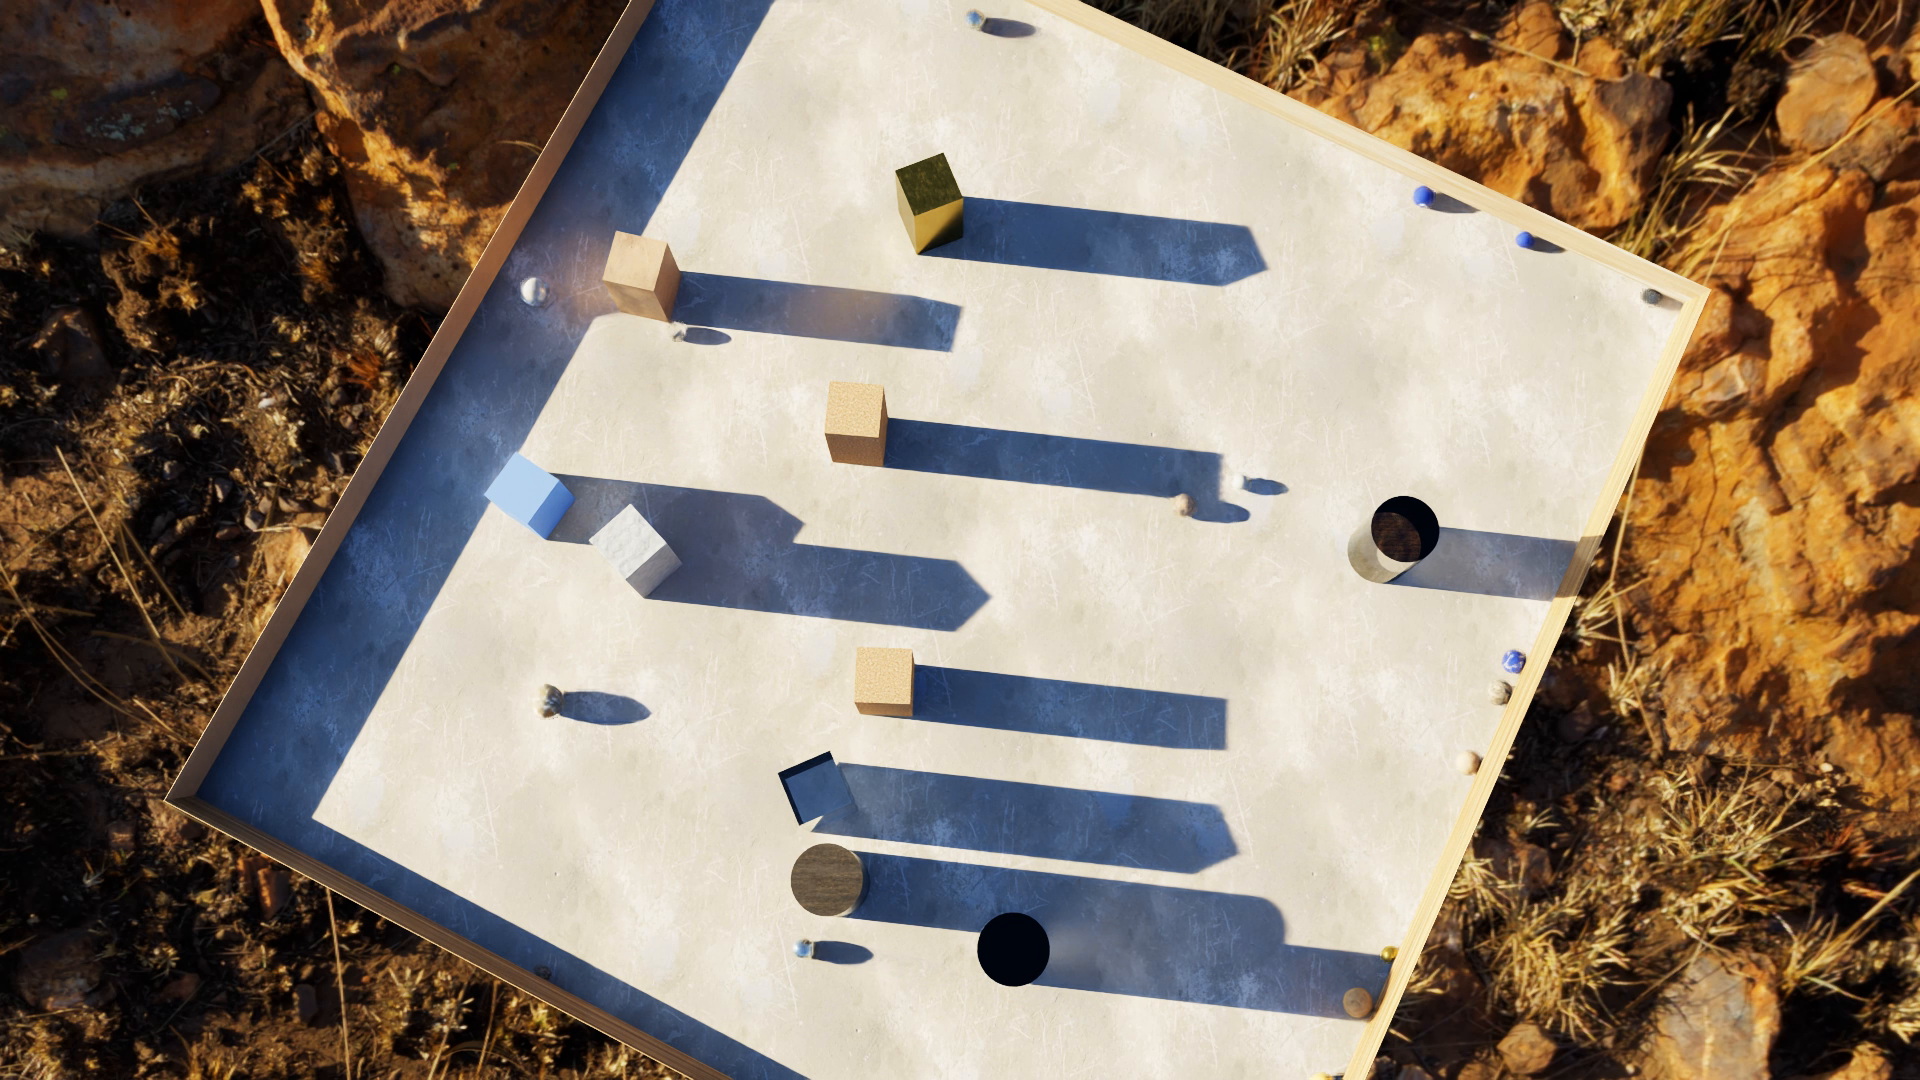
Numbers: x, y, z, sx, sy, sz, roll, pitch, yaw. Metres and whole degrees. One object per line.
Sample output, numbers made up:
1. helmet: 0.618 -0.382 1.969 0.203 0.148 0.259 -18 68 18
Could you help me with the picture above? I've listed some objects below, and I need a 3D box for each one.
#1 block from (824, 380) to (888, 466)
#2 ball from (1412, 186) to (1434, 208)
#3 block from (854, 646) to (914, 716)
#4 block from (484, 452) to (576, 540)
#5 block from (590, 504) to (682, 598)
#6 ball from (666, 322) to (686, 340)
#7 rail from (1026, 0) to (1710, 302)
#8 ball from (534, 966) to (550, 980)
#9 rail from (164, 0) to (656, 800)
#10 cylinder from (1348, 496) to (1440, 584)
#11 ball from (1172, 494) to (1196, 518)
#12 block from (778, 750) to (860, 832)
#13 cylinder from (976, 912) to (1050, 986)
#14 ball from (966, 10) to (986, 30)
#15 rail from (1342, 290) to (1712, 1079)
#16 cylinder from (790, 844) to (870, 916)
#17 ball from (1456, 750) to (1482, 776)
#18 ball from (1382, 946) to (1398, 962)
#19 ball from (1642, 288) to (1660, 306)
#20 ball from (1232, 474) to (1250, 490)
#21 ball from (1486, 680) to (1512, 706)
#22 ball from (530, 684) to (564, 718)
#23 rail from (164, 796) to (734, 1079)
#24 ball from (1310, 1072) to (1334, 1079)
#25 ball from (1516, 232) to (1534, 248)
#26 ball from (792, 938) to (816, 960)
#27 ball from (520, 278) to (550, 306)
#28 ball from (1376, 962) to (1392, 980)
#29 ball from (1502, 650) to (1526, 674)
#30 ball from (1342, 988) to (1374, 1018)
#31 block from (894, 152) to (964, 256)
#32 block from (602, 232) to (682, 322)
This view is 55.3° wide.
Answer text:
1. block: -0.309 -0.346 5.510 0.158 0.350 0.158 5 78 1
2. ball: 1.468 -1.088 5.807 0.067 0.067 0.067 0 78 0
3. block: -0.218 0.417 5.368 0.158 0.317 0.158 2 78 0
4. block: -1.293 -0.131 5.522 0.158 0.239 0.158 33 80 6
5. block: -0.959 0.037 5.446 0.158 0.319 0.158 -42 81 -8
6. ball: -0.887 -0.653 5.722 0.057 0.057 0.057 0 78 0
7. rail: 0.765 -1.492 5.859 3.445 0.129 0.045 26 80 5
8. ball: -1.216 1.263 5.330 0.050 0.050 0.050 0 78 0
9. rail: -1.519 -0.737 5.702 0.045 0.129 3.469 26 80 5
10. cylinder: 1.284 0.002 5.447 0.198 0.331 0.198 0 78 0
11. ball: 0.683 -0.105 5.602 0.071 0.071 0.071 0 78 0
12. block: -0.404 0.727 5.272 0.158 0.381 0.158 -23 79 -5
13. cylinder: 0.145 1.151 5.167 0.198 0.414 0.198 0 78 0
14. ball: 0.050 -1.683 5.932 0.066 0.066 0.066 0 78 0
15. rail: 1.519 0.751 5.394 0.045 0.129 3.469 26 80 5
16. cylinder: -0.364 0.969 5.205 0.198 0.413 0.198 0 78 0
17. ball: 1.510 0.663 5.441 0.075 0.075 0.075 0 78 0
18. ball: 1.254 1.207 5.341 0.050 0.050 0.050 0 78 0
19. ball: 2.166 -0.763 5.747 0.055 0.055 0.055 0 78 0
20. ball: 0.863 -0.177 5.627 0.051 0.051 0.051 0 78 0
21. ball: 1.613 0.458 5.483 0.076 0.076 0.076 0 78 0
22. ball: -1.231 0.480 5.467 0.099 0.099 0.099 0 78 0
23. rail: -0.765 1.505 5.238 3.445 0.129 0.045 26 80 5
24. ball: 1.037 1.567 5.250 0.082 0.082 0.082 0 78 0
25. ball: 1.782 -0.948 5.786 0.053 0.053 0.053 0 78 0
26. ball: -0.454 1.191 5.337 0.066 0.066 0.066 0 78 0
27. ball: -1.328 -0.776 5.731 0.090 0.090 0.090 0 78 0
28. ball: 1.235 1.253 5.331 0.051 0.051 0.051 0 78 0
29. ball: 1.664 0.365 5.504 0.073 0.073 0.073 0 78 0
30. ball: 1.150 1.337 5.296 0.085 0.085 0.085 0 78 0
31. block: -0.093 -1.036 5.665 0.158 0.326 0.158 -21 79 -4
32. block: -0.973 -0.805 5.631 0.158 0.299 0.158 13 79 3
